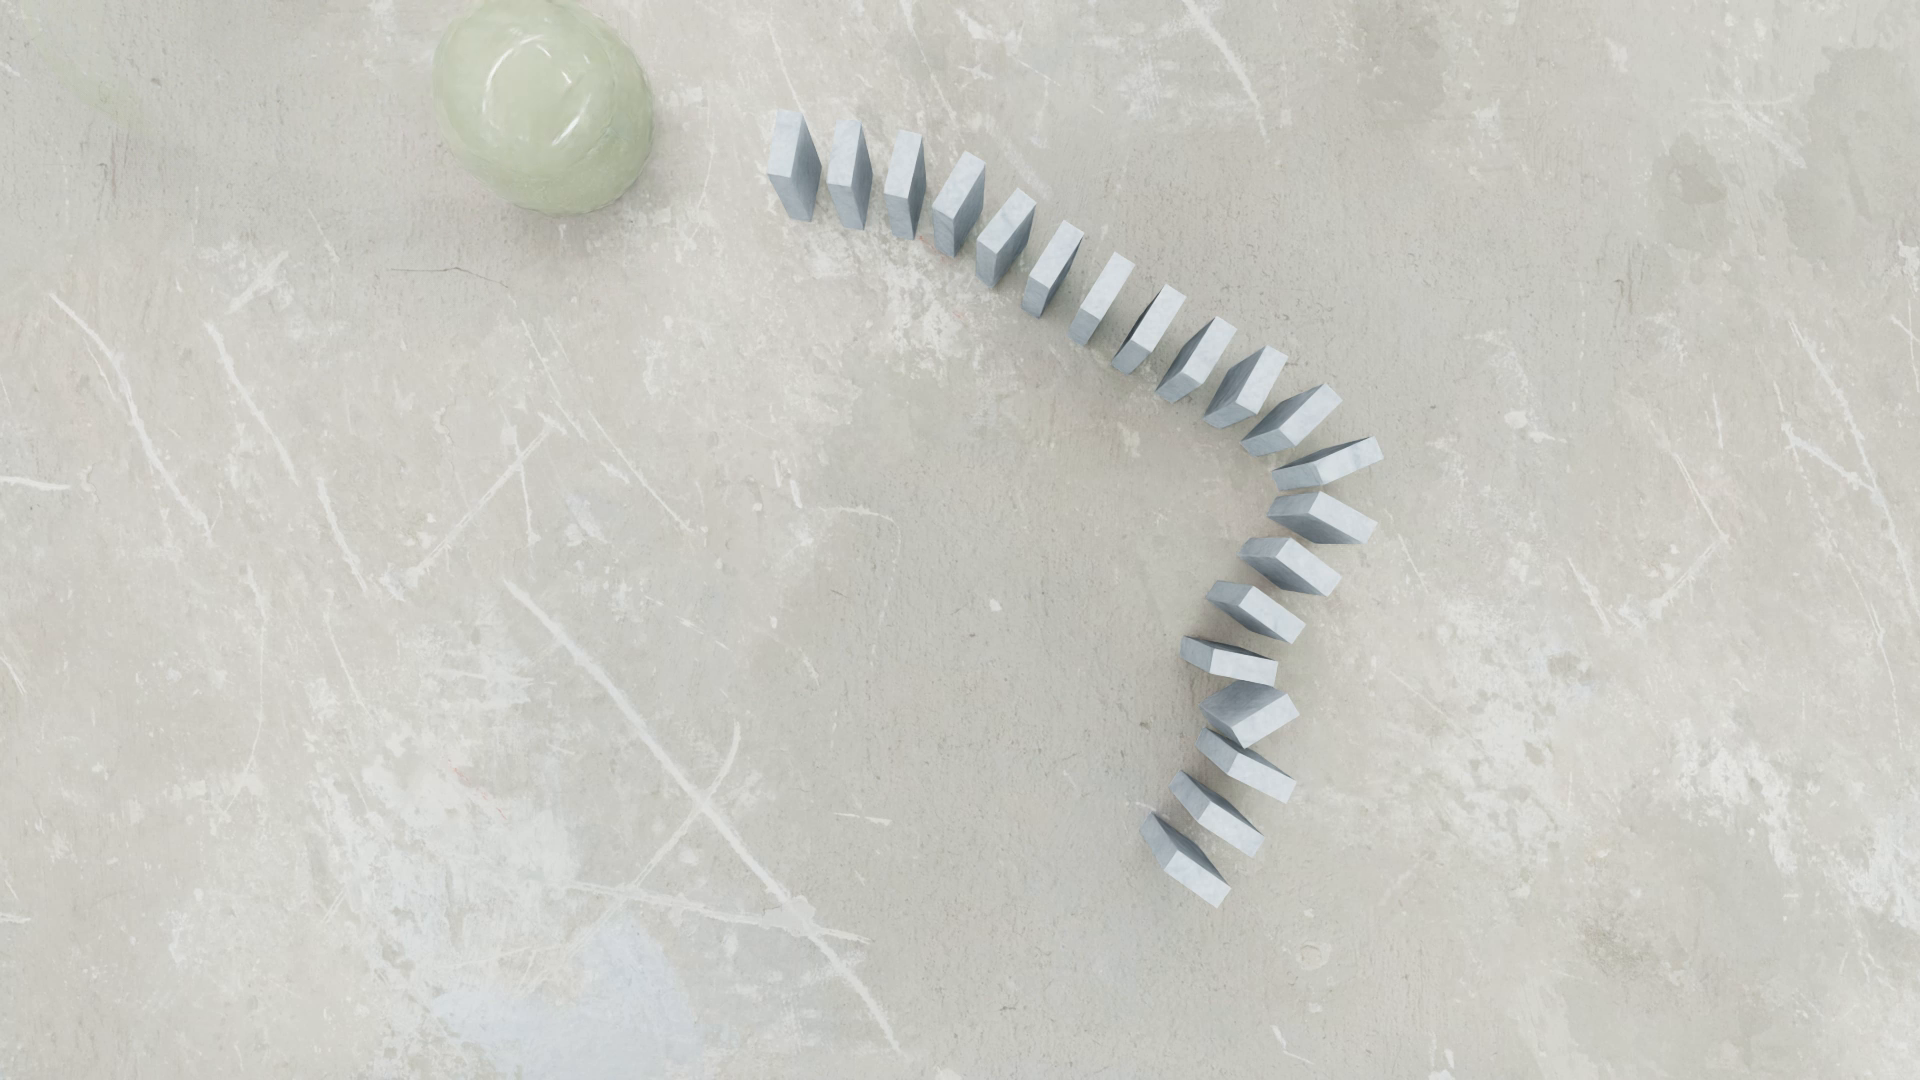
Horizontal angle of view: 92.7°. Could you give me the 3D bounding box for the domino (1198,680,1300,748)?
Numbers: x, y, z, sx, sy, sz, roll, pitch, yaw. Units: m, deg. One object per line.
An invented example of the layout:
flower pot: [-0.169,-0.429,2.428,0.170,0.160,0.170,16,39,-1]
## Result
domino: [0.117,0.069,0.375,0.025,0.050,0.010,-31,90,0]

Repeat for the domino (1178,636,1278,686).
domino: [0.109,0.049,0.375,0.025,0.050,0.010,11,90,0]

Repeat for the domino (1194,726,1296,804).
domino: [0.116,0.091,0.375,0.025,0.050,0.010,26,90,0]

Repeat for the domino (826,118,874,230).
domino: [-0.044,-0.148,0.375,0.010,0.050,0.025,9,90,0]

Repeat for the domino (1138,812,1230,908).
domino: [0.091,0.130,0.375,0.025,0.050,0.010,35,90,0]

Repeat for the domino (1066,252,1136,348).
domino: [0.057,-0.097,0.375,0.010,0.050,0.025,32,90,0]

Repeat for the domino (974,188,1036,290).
domino: [0.018,-0.122,0.375,0.010,0.050,0.025,38,90,0]

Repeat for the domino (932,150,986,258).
domino: [0.000,-0.136,0.375,0.010,0.050,0.025,31,90,0]

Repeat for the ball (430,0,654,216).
ball: [-0.162,-0.170,0.360,0.080,0.080,0.080,0,90,0]

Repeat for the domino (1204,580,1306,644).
domino: [0.119,0.029,0.375,0.025,0.050,0.010,36,90,0]

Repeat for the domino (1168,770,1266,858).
domino: [0.104,0.111,0.375,0.025,0.050,0.009,33,90,0]

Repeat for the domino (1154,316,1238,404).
domino: [0.095,-0.073,0.375,0.010,0.050,0.025,32,90,0]

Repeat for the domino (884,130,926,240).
domino: [-0.022,-0.144,0.375,0.009,0.050,0.025,13,90,0]

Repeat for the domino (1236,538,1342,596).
domino: [0.133,0.010,0.375,0.025,0.050,0.009,37,90,0]

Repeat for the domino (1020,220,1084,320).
domino: [0.037,-0.109,0.375,0.009,0.050,0.025,32,90,0]

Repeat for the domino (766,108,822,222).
domino: [-0.067,-0.152,0.375,0.010,0.050,0.025,11,90,0]

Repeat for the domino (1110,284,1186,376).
domino: [0.076,-0.085,0.375,0.009,0.050,0.025,32,90,0]

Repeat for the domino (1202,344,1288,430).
domino: [0.115,-0.061,0.375,0.009,0.050,0.025,29,90,0]

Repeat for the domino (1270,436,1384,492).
domino: [0.149,-0.031,0.375,0.025,0.050,0.009,-24,90,0]

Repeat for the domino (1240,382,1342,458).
domino: [0.134,-0.048,0.375,0.025,0.050,0.009,-45,90,0]

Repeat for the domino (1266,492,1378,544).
domino: [0.146,-0.009,0.375,0.025,0.050,0.010,29,90,0]
